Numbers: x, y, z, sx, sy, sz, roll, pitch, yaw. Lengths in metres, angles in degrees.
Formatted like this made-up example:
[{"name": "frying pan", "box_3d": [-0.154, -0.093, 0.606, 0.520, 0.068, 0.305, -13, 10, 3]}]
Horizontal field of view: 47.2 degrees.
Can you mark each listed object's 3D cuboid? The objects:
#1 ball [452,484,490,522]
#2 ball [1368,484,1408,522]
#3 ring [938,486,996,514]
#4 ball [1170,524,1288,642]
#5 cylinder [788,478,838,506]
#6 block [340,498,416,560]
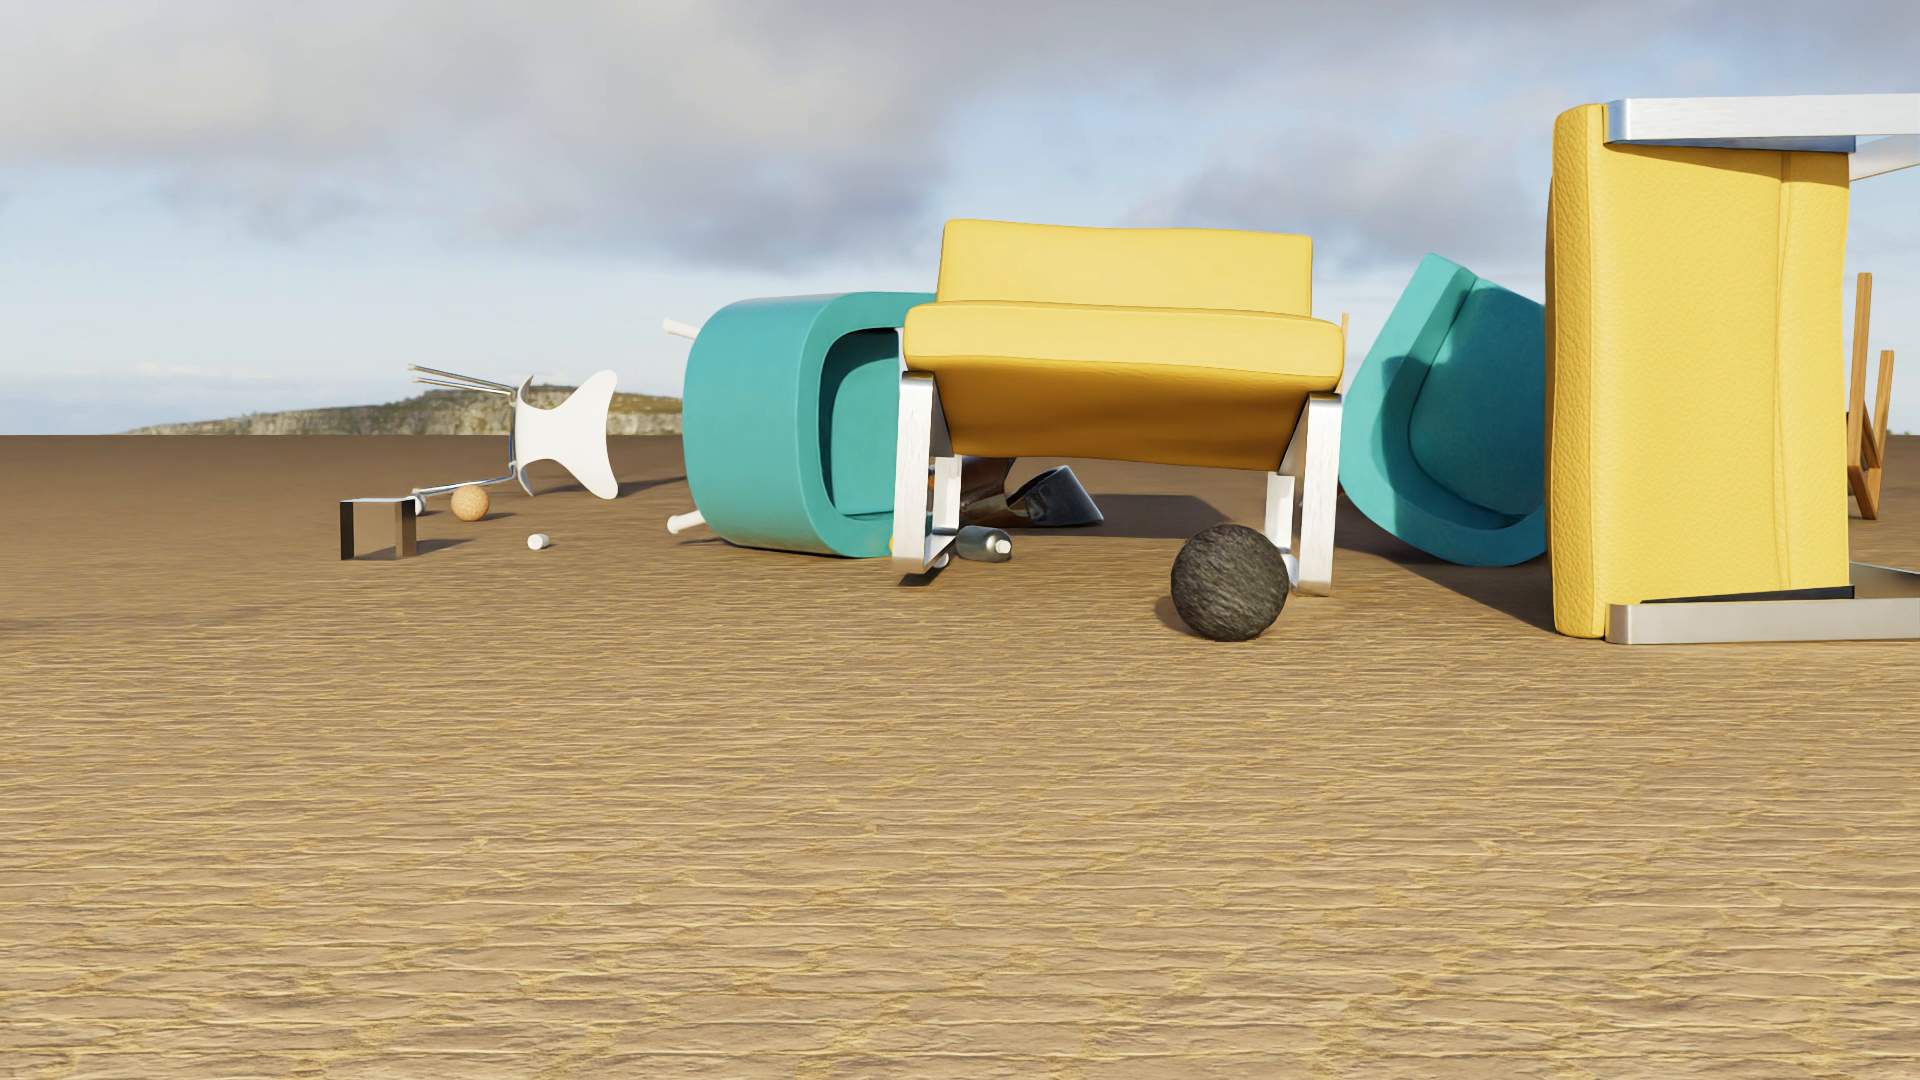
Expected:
[{"name": "ball", "box_3d": [-1.658, -0.126, 7.450, 0.128, 0.128, 0.128, 0, 4, 0]}, {"name": "ball", "box_3d": [1.438, -0.123, 7.384, 0.130, 0.130, 0.130, 0, 4, 0]}, {"name": "ring", "box_3d": [0.026, -0.148, 8.045, 0.206, 0.093, 0.313, -2, 4, -8]}, {"name": "ball", "box_3d": [0.478, 0.077, 3.905, 0.209, 0.209, 0.209, 0, 4, 0]}, {"name": "cylinder", "box_3d": [-0.566, -0.177, 8.492, 0.159, 0.087, 0.129, -8, 18, 20]}, {"name": "block", "box_3d": [-1.543, -0.029, 5.838, 0.149, 0.155, 0.158, 0, 4, 5]}]
